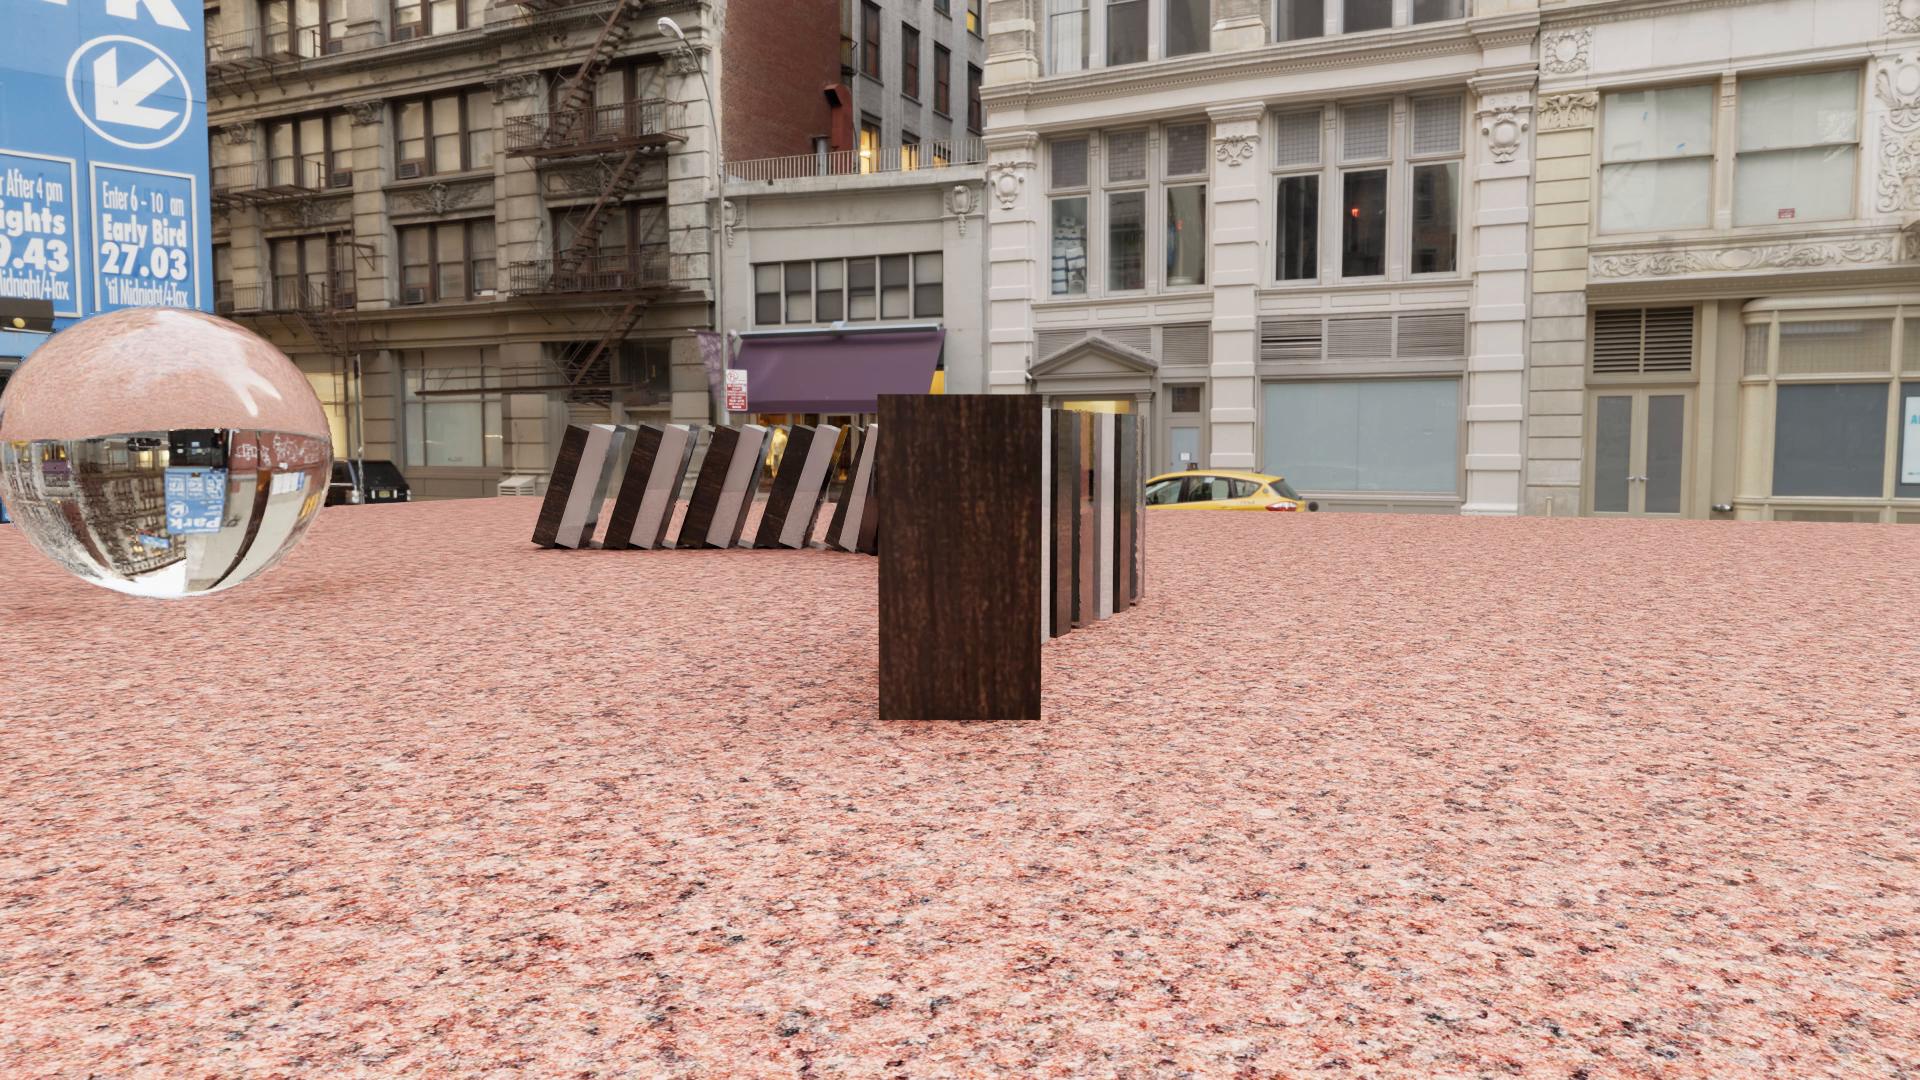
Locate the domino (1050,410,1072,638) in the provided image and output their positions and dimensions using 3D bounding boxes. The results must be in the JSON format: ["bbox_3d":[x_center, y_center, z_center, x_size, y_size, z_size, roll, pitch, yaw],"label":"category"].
[{"bbox_3d":[0.012,-0.004,0.289,0.025,0.050,0.009,2,5,24],"label":"domino"}]

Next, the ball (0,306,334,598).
[{"bbox_3d":[-0.217,-0.024,0.353,0.080,0.080,0.080,0,4,0],"label":"ball"}]

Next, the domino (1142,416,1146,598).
[{"bbox_3d":[0.039,-0.009,0.359,0.025,0.050,0.009,0,4,-1],"label":"domino"}]

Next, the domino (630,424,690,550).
[{"bbox_3d":[-0.120,-0.022,0.525,0.010,0.050,0.025,19,5,1],"label":"domino"}]

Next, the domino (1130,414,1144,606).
[{"bbox_3d":[0.036,-0.008,0.344,0.025,0.050,0.010,1,5,18],"label":"domino"}]

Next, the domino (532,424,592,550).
[{"bbox_3d":[-0.160,-0.022,0.528,0.009,0.050,0.025,19,5,1],"label":"domino"}]

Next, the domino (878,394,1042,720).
[{"bbox_3d":[0.000,0.002,0.201,0.025,0.050,0.009,0,4,0],"label":"domino"}]

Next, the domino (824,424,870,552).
[{"bbox_3d":[-0.037,-0.021,0.515,0.009,0.050,0.025,25,13,18],"label":"domino"}]

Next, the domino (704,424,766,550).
[{"bbox_3d":[-0.090,-0.022,0.529,0.009,0.050,0.025,19,6,4],"label":"domino"}]

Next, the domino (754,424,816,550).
[{"bbox_3d":[-0.069,-0.022,0.528,0.009,0.050,0.025,20,6,4],"label":"domino"}]

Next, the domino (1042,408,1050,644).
[{"bbox_3d":[0.006,-0.003,0.275,0.025,0.050,0.010,2,5,21],"label":"domino"}]

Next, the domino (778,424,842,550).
[{"bbox_3d":[-0.059,-0.022,0.527,0.009,0.050,0.025,20,6,4],"label":"domino"}]

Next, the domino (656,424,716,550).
[{"bbox_3d":[-0.110,-0.022,0.526,0.010,0.050,0.025,19,6,4],"label":"domino"}]

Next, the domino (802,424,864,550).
[{"bbox_3d":[-0.049,-0.022,0.523,0.010,0.050,0.025,20,6,3],"label":"domino"}]

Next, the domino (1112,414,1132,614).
[{"bbox_3d":[0.031,-0.007,0.330,0.025,0.050,0.009,2,5,23],"label":"domino"}]

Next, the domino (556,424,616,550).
[{"bbox_3d":[-0.150,-0.022,0.526,0.010,0.050,0.025,19,5,1],"label":"domino"}]

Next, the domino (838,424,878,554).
[{"bbox_3d":[-0.029,-0.020,0.502,0.009,0.050,0.025,30,23,36],"label":"domino"}]

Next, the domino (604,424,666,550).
[{"bbox_3d":[-0.130,-0.022,0.524,0.009,0.050,0.025,19,5,1],"label":"domino"}]

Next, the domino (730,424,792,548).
[{"bbox_3d":[-0.079,-0.022,0.529,0.009,0.050,0.025,19,6,4],"label":"domino"}]

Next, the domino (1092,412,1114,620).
[{"bbox_3d":[0.024,-0.006,0.316,0.025,0.050,0.009,2,5,24],"label":"domino"}]

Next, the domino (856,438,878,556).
[{"bbox_3d":[-0.023,-0.020,0.491,0.025,0.050,0.010,-4,23,-44],"label":"domino"}]

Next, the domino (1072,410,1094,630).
[{"bbox_3d":[0.018,-0.005,0.303,0.025,0.050,0.009,2,5,25],"label":"domino"}]

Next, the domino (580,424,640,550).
[{"bbox_3d":[-0.140,-0.022,0.525,0.009,0.050,0.025,19,5,1],"label":"domino"}]

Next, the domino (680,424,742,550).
[{"bbox_3d":[-0.100,-0.022,0.528,0.009,0.050,0.025,19,6,4],"label":"domino"}]
